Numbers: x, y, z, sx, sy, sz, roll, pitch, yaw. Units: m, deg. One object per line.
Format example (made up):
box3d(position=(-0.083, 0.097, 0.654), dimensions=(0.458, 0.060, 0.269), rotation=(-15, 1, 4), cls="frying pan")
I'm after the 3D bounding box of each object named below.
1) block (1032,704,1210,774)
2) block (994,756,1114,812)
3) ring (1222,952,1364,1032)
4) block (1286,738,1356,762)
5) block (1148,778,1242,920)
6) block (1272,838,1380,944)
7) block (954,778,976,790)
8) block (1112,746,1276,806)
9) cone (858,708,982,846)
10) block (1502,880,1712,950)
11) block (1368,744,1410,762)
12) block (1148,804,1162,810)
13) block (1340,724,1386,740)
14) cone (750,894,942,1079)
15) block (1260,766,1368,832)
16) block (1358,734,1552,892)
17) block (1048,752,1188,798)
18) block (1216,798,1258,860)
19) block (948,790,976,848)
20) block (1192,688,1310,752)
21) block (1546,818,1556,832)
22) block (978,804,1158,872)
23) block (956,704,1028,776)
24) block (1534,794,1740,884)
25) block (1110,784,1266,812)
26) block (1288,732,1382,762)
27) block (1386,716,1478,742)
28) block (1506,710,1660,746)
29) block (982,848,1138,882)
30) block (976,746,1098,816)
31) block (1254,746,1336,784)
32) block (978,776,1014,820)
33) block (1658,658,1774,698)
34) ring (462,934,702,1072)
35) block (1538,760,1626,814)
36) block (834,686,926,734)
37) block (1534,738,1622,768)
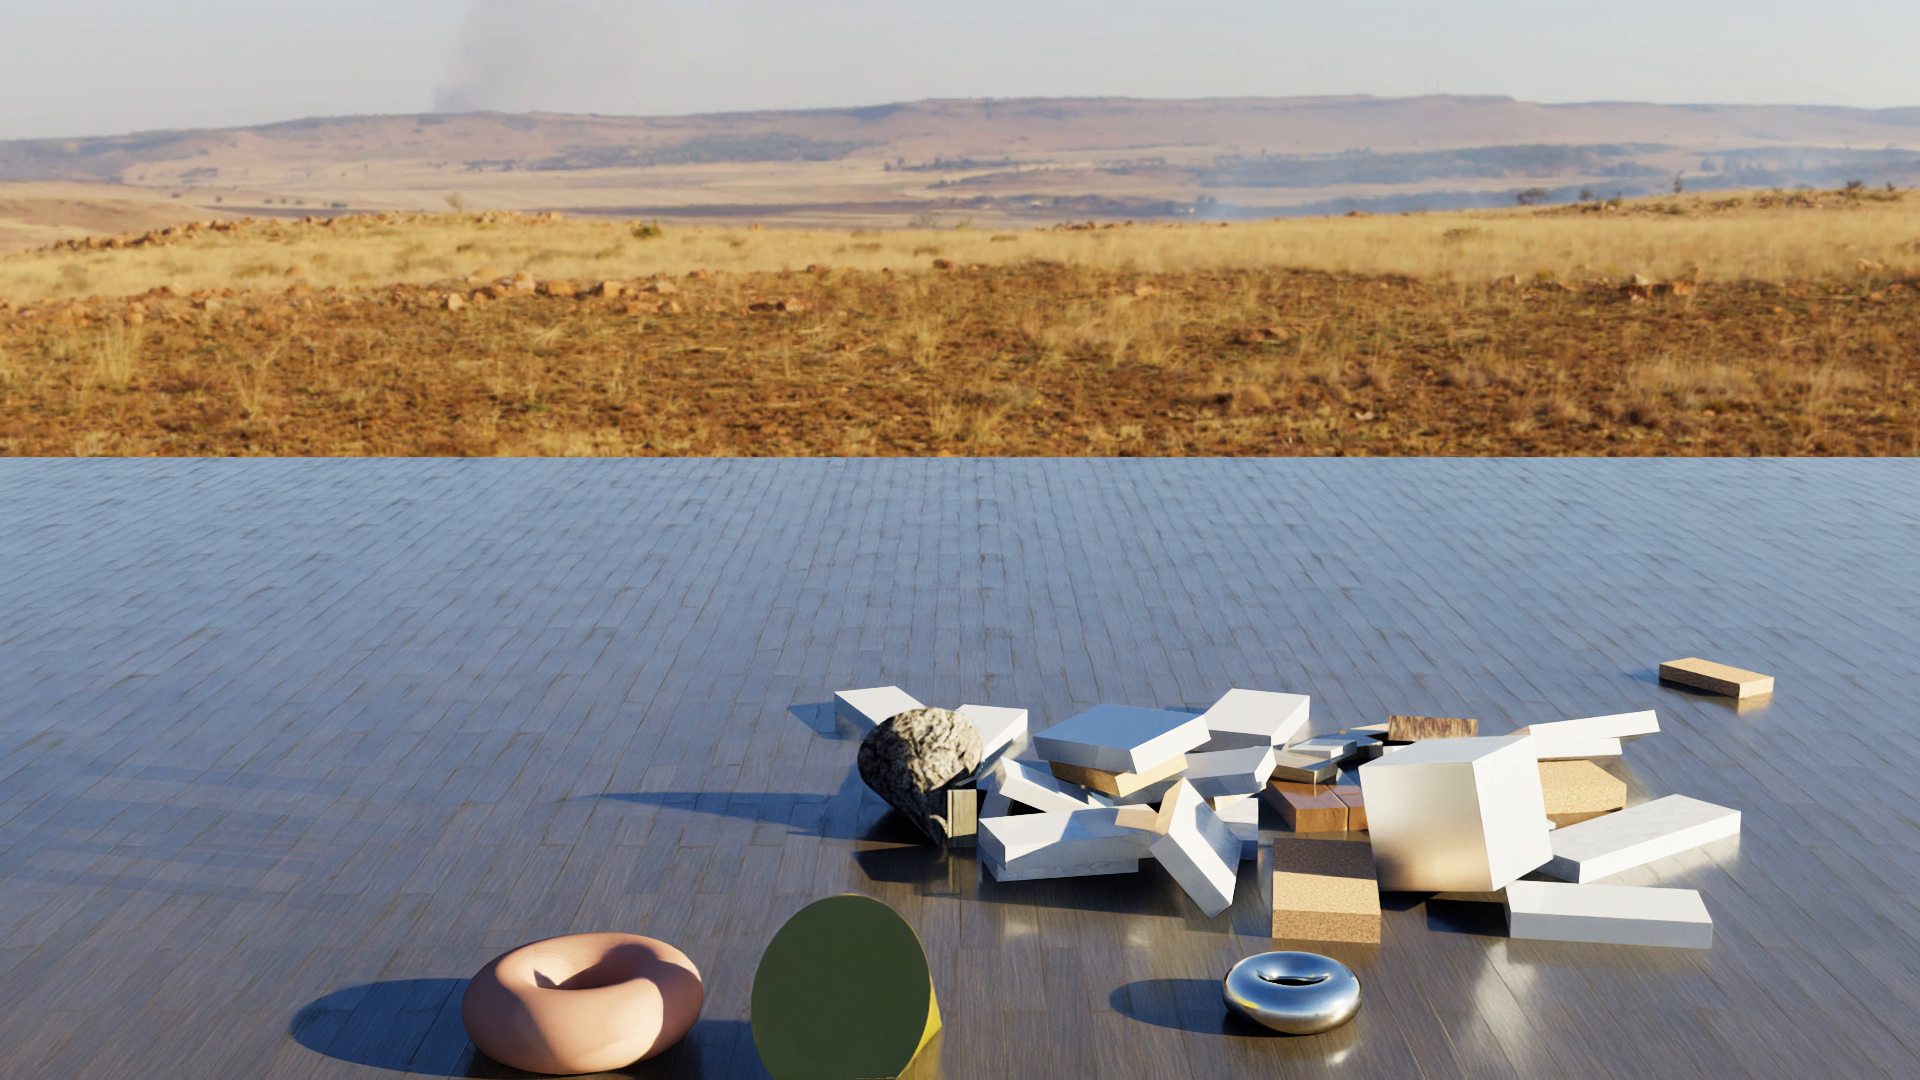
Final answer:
box3d(position=(0.293, 0.364, 4.049), dimensions=(0.167, 0.047, 0.334), rotation=(-22, 10, -28), cls="block")
box3d(position=(0.186, 0.468, 3.969), dimensions=(0.248, 0.035, 0.124), rotation=(22, 8, -8), cls="block")
box3d(position=(0.478, 0.650, 3.164), dimensions=(0.203, 0.068, 0.203), rotation=(-1, 10, 0), cls="ring")
box3d(position=(0.713, 0.415, 4.324), dimensions=(0.088, 0.025, 0.176), rotation=(0, 2, 26), cls="block")
box3d(position=(0.397, 0.513, 3.687), dimensions=(0.044, 0.155, 0.310), rotation=(-41, 1, 15), cls="block")
box3d(position=(0.601, 0.574, 3.628), dimensions=(0.167, 0.047, 0.362), rotation=(2, 11, 8), cls="block")
box3d(position=(0.010, 0.484, 3.961), dimensions=(0.014, 0.102, 0.051), rotation=(7, 13, 33), cls="block")
box3d(position=(0.425, 0.430, 4.004), dimensions=(0.274, 0.039, 0.137), rotation=(-8, 12, 23), cls="block")
box3d(position=(-0.055, 0.473, 4.005), dimensions=(0.237, 0.237, 0.237), rotation=(-2, 37, -10), cls="cone")
box3d(position=(1.030, 0.597, 3.513), dimensions=(0.304, 0.043, 0.152), rotation=(2, 11, 9), cls="block")
box3d(position=(0.880, 0.416, 4.239), dimensions=(0.152, 0.043, 0.304), rotation=(-3, -5, 5), cls="block")
box3d(position=(0.397, 0.488, 4.152), dimensions=(0.115, 0.016, 0.058), rotation=(-8, 6, -35), cls="block")
box3d(position=(0.862, 0.407, 4.612), dimensions=(0.115, 0.016, 0.058), rotation=(-5, 12, -27), cls="block")
box3d(position=(-0.093, 0.648, 3.014), dimensions=(0.279, 0.279, 0.279), rotation=(7, -14, 32), cls="cone")
box3d(position=(0.666, 0.479, 4.145), dimensions=(0.155, 0.044, 0.310), rotation=(-1, 11, -7), cls="block")
box3d(position=(0.831, 0.457, 3.686), dimensions=(0.213, 0.213, 0.213), rotation=(-8, 3, 42), cls="block")
box3d(position=(0.288, 0.410, 4.064), dimensions=(0.142, 0.040, 0.284), rotation=(-21, 10, -21), cls="block")
box3d(position=(0.474, 0.517, 3.964), dimensions=(0.124, 0.035, 0.248), rotation=(1, 11, 7), cls="block")
box3d(position=(0.003, 0.495, 3.905), dimensions=(0.051, 0.102, 0.014), rotation=(-1, 11, -3), cls="block")
box3d(position=(0.613, 0.385, 4.640), dimensions=(0.172, 0.049, 0.344), rotation=(4, 11, 21), cls="block")
box3d(position=(0.940, 0.520, 3.958), dimensions=(0.228, 0.032, 0.114), rotation=(-4, 11, -19), cls="block")
box3d(position=(0.203, 0.511, 3.784), dimensions=(0.310, 0.044, 0.155), rotation=(-3, 11, -16), cls="block")
box3d(position=(0.015, 0.411, 4.520), dimensions=(0.142, 0.040, 0.395), rotation=(3, 11, 17), cls="block")
box3d(position=(1.188, 0.527, 3.902), dimensions=(0.465, 0.039, 0.137), rotation=(-8, 13, -37), cls="block")
box3d(position=(0.421, 0.454, 4.109), dimensions=(0.137, 0.039, 0.274), rotation=(-18, 12, -39), cls="block")
box3d(position=(0.765, 0.426, 4.483), dimensions=(0.176, 0.025, 0.088), rotation=(-7, 13, -33), cls="block")
box3d(position=(0.944, 0.382, 4.415), dimensions=(0.167, 0.047, 0.334), rotation=(2, -5, 10), cls="block")
box3d(position=(1.230, 0.396, 4.414), dimensions=(0.304, 0.043, 0.152), rotation=(-4, -17, -22), cls="block")
box3d(position=(0.172, 0.546, 3.809), dimensions=(0.248, 0.035, 0.124), rotation=(-2, 11, -11), cls="block")
box3d(position=(0.200, 0.449, 4.293), dimensions=(0.172, 0.049, 0.511), rotation=(5, 12, 24), cls="block")
box3d(position=(0.623, 0.431, 4.217), dimensions=(0.176, 0.025, 0.088), rotation=(8, 13, 37), cls="block")
box3d(position=(0.073, 0.478, 4.050), dimensions=(0.051, 0.014, 0.102), rotation=(5, 56, 24), cls="block")
box3d(position=(1.738, 0.315, 5.059), dimensions=(0.114, 0.032, 0.228), rotation=(-6, 12, -31), cls="block")
box3d(position=(-0.527, 0.644, 3.076), dimensions=(0.334, 0.111, 0.334), rotation=(-1, 10, 0), cls="ring")
box3d(position=(1.063, 0.471, 4.174), dimensions=(0.344, 0.049, 0.172), rotation=(-2, 11, -9), cls="block")
box3d(position=(-0.157, 0.373, 4.727), dimensions=(0.142, 0.040, 0.284), rotation=(-4, 11, -21), cls="block")
box3d(position=(1.163, 0.426, 4.306), dimensions=(0.228, 0.032, 0.114), rotation=(-2, -23, -9), cls="block")
